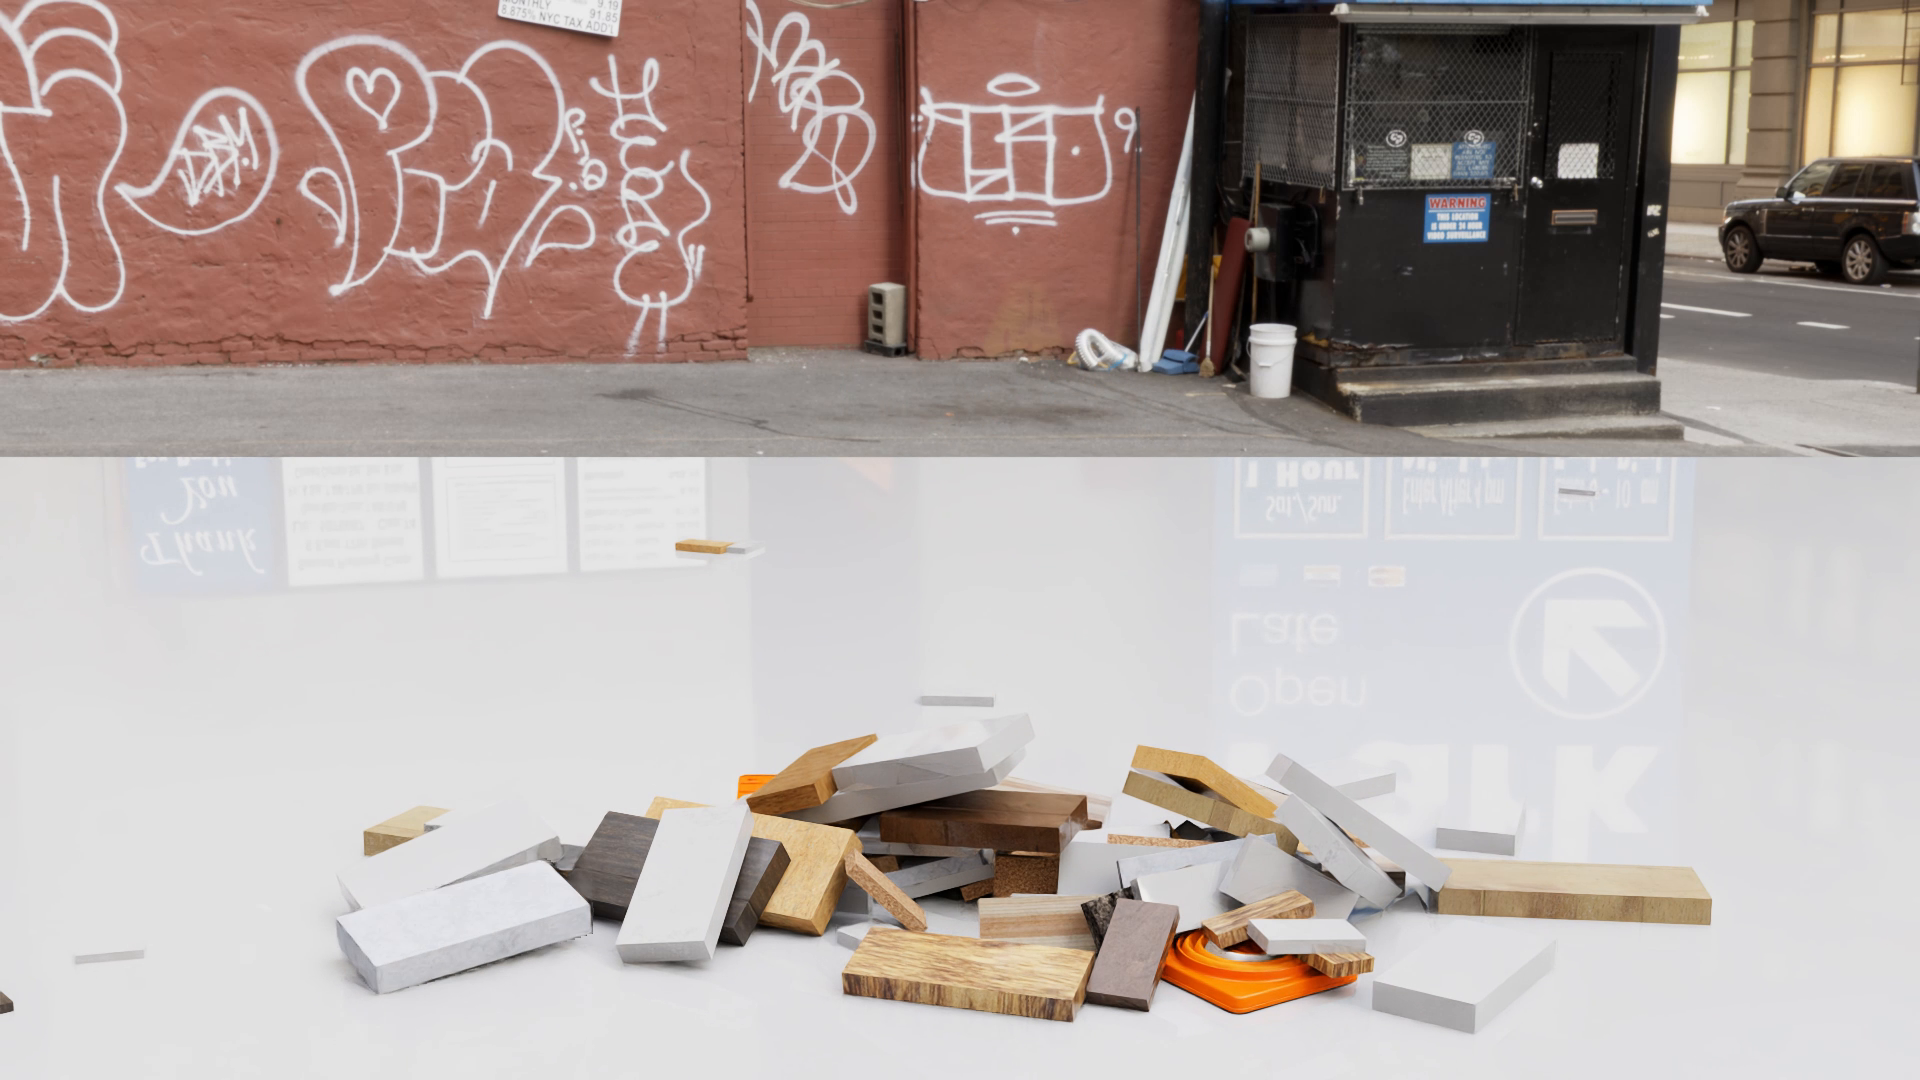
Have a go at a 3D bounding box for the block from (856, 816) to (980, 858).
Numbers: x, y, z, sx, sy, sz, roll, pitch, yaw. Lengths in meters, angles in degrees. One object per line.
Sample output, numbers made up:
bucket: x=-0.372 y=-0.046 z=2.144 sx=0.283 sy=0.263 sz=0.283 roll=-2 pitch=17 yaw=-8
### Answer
block: x=-0.062 y=0.490 z=3.640 sx=0.203 sy=0.029 sz=0.102 roll=0 pitch=13 yaw=16

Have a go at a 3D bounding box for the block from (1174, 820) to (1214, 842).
block: x=0.340 y=0.536 z=3.678 sx=0.164 sy=0.023 sz=0.082 roll=-35 pitch=20 yaw=-13

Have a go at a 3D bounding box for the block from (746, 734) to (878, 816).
block: x=-0.245 y=0.400 z=3.737 sx=0.132 sy=0.037 sz=0.264 roll=-15 pitch=8 yaw=23

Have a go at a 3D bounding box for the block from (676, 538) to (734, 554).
block: x=-0.776 y=0.019 z=6.680 sx=0.159 sy=0.023 sz=0.080 roll=5 pitch=12 yaw=24

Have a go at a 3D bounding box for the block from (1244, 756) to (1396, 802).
block: x=0.689 y=0.469 z=4.213 sx=0.271 sy=0.038 sz=0.135 roll=-7 pitch=13 yaw=-34

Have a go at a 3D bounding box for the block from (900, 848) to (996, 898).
block: x=-0.026 y=0.556 z=3.660 sx=0.173 sy=0.024 sz=0.086 roll=-15 pitch=10 yaw=3

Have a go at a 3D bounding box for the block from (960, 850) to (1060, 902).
block: x=0.084 y=0.549 z=3.664 sx=0.173 sy=0.024 sz=0.086 roll=-20 pitch=10 yaw=1

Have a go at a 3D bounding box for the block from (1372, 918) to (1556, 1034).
block: x=0.751 y=0.643 z=3.262 sx=0.157 sy=0.044 sz=0.313 roll=7 pitch=13 yaw=35

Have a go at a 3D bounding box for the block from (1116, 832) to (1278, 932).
block: x=0.382 y=0.546 z=3.456 sx=0.252 sy=0.126 sz=0.036 roll=-9 pitch=-14 yaw=-4

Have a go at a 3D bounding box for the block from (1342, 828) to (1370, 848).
block: x=0.687 y=0.532 z=3.930 sx=0.129 sy=0.018 sz=0.064 roll=-1 pitch=11 yaw=-7

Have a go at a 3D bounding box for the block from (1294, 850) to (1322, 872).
block: x=0.576 y=0.555 z=3.717 sx=0.014 sy=0.050 sz=0.101 roll=-5 pitch=12 yaw=-25

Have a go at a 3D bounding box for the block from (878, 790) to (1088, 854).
block: x=0.039 y=0.456 z=3.598 sx=0.307 sy=0.043 sz=0.153 roll=1 pitch=14 yaw=20

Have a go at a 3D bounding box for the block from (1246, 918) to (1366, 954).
block: x=0.513 y=0.587 z=3.259 sx=0.157 sy=0.022 sz=0.078 roll=2 pitch=12 yaw=-16

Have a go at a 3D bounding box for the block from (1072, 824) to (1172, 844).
block: x=0.266 y=0.508 z=3.637 sx=0.164 sy=0.023 sz=0.082 roll=-6 pitch=26 yaw=10

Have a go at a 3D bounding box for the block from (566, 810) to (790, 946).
block: x=-0.461 y=0.542 z=3.545 sx=0.342 sy=0.048 sz=0.171 roll=6 pitch=48 yaw=28

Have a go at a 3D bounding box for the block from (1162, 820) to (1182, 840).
block: x=0.293 y=0.534 z=3.675 sx=0.164 sy=0.023 sz=0.082 roll=-30 pitch=20 yaw=-2

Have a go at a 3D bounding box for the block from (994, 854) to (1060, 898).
block: x=0.143 y=0.561 z=3.582 sx=0.173 sy=0.086 sz=0.024 roll=2 pitch=2 yaw=10

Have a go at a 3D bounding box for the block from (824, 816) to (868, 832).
block: x=-0.227 y=0.480 z=3.879 sx=0.088 sy=0.025 sz=0.175 roll=-9 pitch=17 yaw=-38

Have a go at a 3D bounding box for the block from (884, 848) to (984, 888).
block: x=-0.062 y=0.538 z=3.661 sx=0.203 sy=0.029 sz=0.102 roll=-15 pitch=10 yaw=5

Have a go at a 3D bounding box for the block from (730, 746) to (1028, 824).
block: x=-0.160 y=0.421 z=3.694 sx=0.539 sy=0.043 sz=0.153 roll=-15 pitch=8 yaw=22

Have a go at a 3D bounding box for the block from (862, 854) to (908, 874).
block: x=-0.190 y=0.540 z=3.682 sx=0.203 sy=0.029 sz=0.102 roll=-13 pitch=10 yaw=14

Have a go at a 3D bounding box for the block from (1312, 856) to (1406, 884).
block: x=0.671 y=0.563 z=3.752 sx=0.165 sy=0.023 sz=0.082 roll=0 pitch=11 yaw=2

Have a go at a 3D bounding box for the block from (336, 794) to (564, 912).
block: x=-0.829 y=0.529 z=3.578 sx=0.325 sy=0.046 sz=0.162 roll=-22 pitch=30 yaw=-27

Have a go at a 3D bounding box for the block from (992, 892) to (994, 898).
block: x=0.113 y=0.571 z=3.662 sx=0.116 sy=0.016 sz=0.058 roll=-10 pitch=8 yaw=12

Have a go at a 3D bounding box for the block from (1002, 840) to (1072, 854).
block: x=0.126 y=0.510 z=3.977 sx=0.155 sy=0.044 sz=0.310 roll=-3 pitch=11 yaw=-17

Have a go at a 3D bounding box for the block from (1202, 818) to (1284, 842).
block: x=0.493 y=0.502 z=3.769 sx=0.199 sy=0.028 sz=0.099 roll=-9 pitch=-2 yaw=2

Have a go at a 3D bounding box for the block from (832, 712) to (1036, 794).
block: x=-0.045 y=0.349 z=3.596 sx=0.307 sy=0.043 sz=0.153 roll=-13 pitch=9 yaw=37

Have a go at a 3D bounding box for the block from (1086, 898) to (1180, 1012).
block: x=0.257 y=0.612 z=3.252 sx=0.093 sy=0.026 sz=0.186 roll=4 pitch=39 yaw=20

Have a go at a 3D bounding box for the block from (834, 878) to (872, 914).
block: x=-0.220 y=0.563 z=3.598 sx=0.157 sy=0.078 sz=0.022 roll=4 pitch=11 yaw=19

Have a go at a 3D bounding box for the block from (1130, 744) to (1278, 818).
block: x=0.440 y=0.440 z=3.858 sx=0.145 sy=0.041 sz=0.290 roll=6 pitch=-21 yaw=43
